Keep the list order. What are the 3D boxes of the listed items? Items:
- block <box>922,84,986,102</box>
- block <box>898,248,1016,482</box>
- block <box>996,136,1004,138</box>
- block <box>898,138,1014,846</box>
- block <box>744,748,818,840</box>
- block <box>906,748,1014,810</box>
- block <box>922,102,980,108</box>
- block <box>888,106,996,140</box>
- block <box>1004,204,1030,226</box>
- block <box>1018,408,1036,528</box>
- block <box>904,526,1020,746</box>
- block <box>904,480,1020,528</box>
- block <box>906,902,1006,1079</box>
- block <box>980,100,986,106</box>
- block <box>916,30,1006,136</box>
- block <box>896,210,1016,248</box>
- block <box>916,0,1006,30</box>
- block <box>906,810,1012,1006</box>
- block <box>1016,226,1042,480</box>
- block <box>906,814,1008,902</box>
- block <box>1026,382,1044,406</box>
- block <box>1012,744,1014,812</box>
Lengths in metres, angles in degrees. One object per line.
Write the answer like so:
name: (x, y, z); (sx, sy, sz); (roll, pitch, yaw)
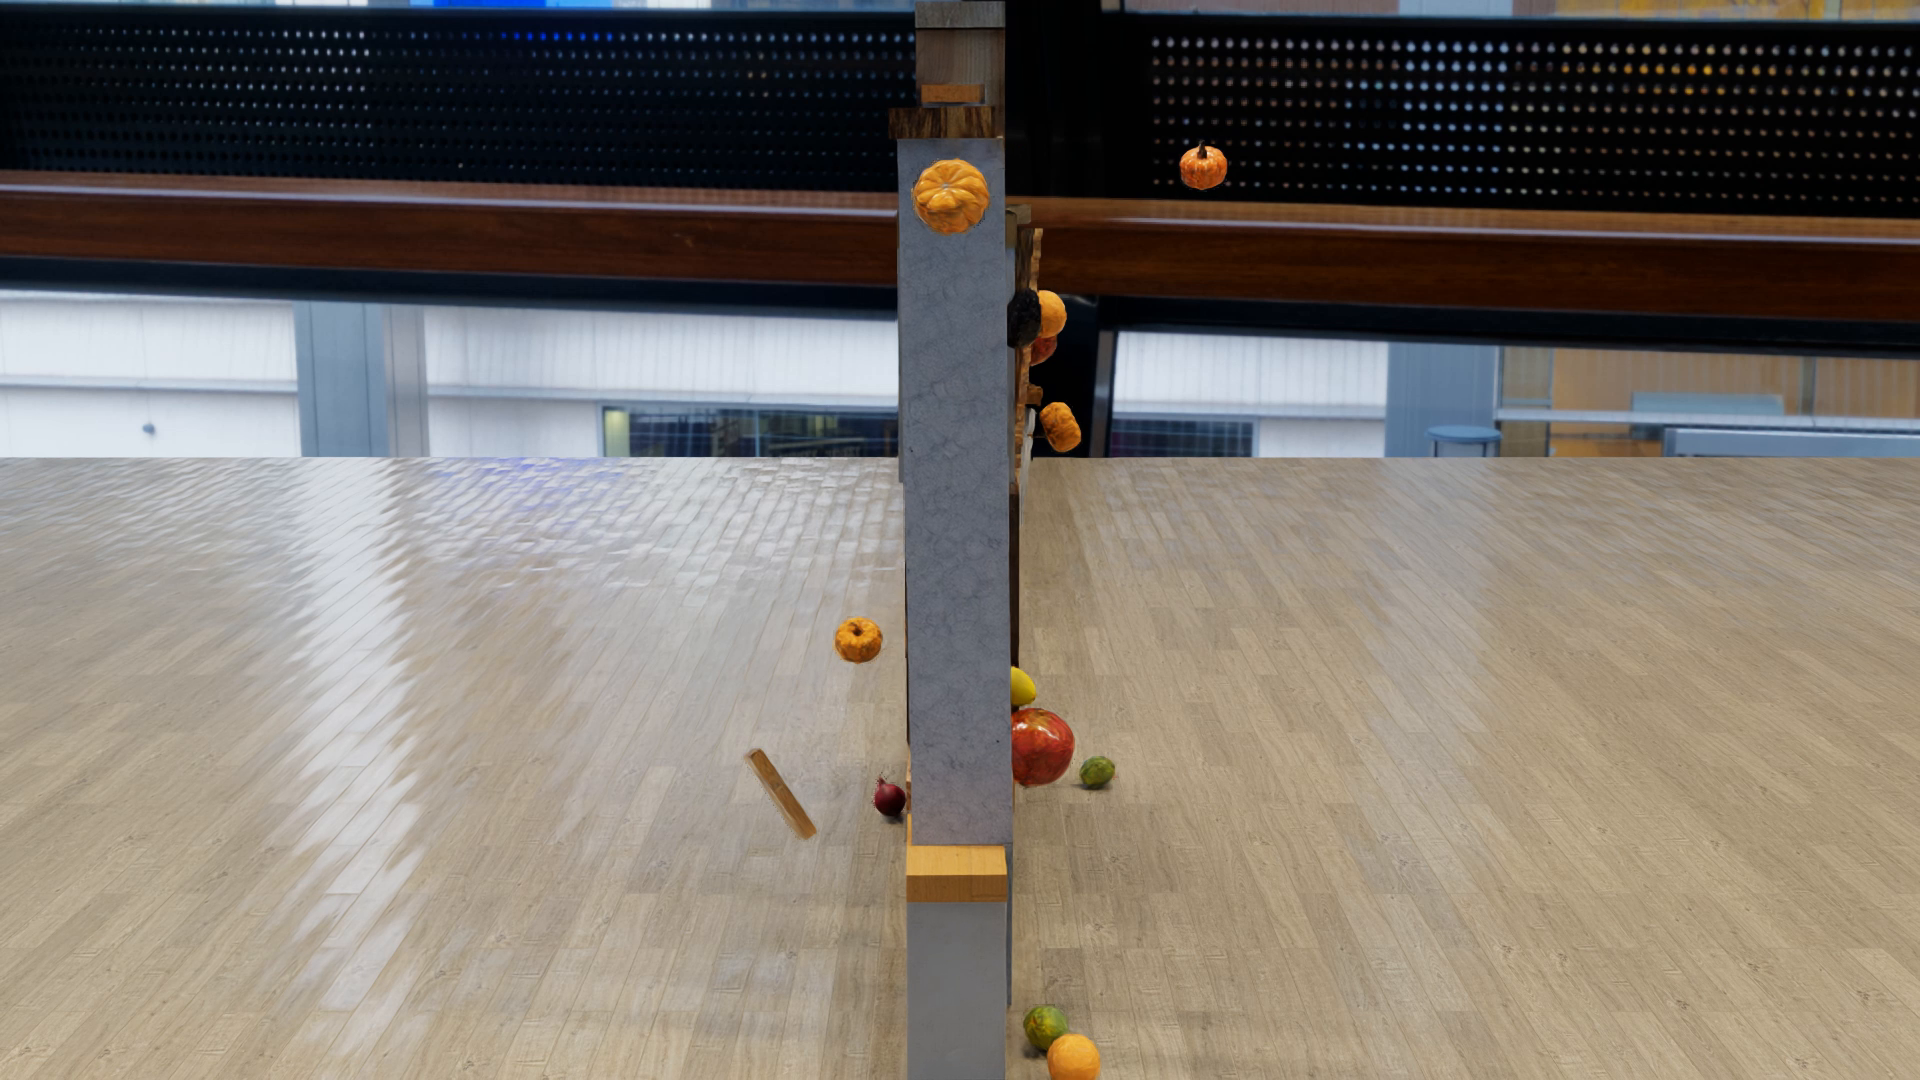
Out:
block: (-0.008, -0.635, 3.123); (0.080, 0.023, 0.160); (0, 12, 4)
block: (-0.005, -0.262, 3.293); (0.175, 0.349, 0.049); (0, 6, 0)
block: (-0.006, -0.419, 3.048); (0.137, 0.274, 0.039); (-1, 9, 1)
block: (-0.005, -0.055, 2.918); (0.137, 0.940, 0.039); (-1, 10, 0)
block: (-0.268, 0.377, 3.273); (0.021, 0.150, 0.075); (-35, 3, -13)
block: (0.000, 0.335, 3.263); (0.152, 0.043, 0.303); (0, 10, 0)
block: (-0.010, -0.456, 3.109); (0.080, 0.322, 0.023); (-1, 13, 0)
block: (-0.023, -0.557, 2.934); (0.137, 0.039, 0.274); (-1, 11, 0)
block: (0.029, -0.559, 3.798); (0.118, 0.034, 0.237); (4, 12, 19)
block: (0.071, -0.136, 4.057); (0.110, 0.220, 0.031); (4, -10, 23)
block: (0.002, 0.137, 3.289); (0.168, 0.336, 0.048); (-1, 12, -4)
block: (0.002, -0.072, 3.363); (0.168, 0.048, 0.336); (0, 10, 0)
block: (-0.005, 0.593, 2.933); (0.131, 0.263, 0.037); (0, 11, 0)
block: (-0.002, -0.558, 3.207); (0.080, 0.160, 0.023); (0, 19, -1)
block: (0.001, -0.654, 3.432); (0.138, 0.275, 0.039); (0, 15, 0)
block: (-0.008, -0.481, 3.385); (0.175, 0.049, 0.349); (0, 9, -1)
block: (0.002, -0.824, 3.482); (0.138, 0.039, 0.275); (0, 10, 1)
block: (0.000, 0.524, 3.195); (0.152, 0.303, 0.043); (0, 10, 0)
block: (0.061, -0.285, 3.933); (0.118, 0.550, 0.034); (10, 10, 26)
block: (-0.006, 0.430, 2.991); (0.131, 0.037, 0.263); (0, 11, -1)
block: (0.078, -0.285, 4.127); (0.110, 0.031, 0.220); (5, 9, -11)
block: (0.003, 0.184, 3.524); (0.168, 0.512, 0.048); (0, 10, 0)
